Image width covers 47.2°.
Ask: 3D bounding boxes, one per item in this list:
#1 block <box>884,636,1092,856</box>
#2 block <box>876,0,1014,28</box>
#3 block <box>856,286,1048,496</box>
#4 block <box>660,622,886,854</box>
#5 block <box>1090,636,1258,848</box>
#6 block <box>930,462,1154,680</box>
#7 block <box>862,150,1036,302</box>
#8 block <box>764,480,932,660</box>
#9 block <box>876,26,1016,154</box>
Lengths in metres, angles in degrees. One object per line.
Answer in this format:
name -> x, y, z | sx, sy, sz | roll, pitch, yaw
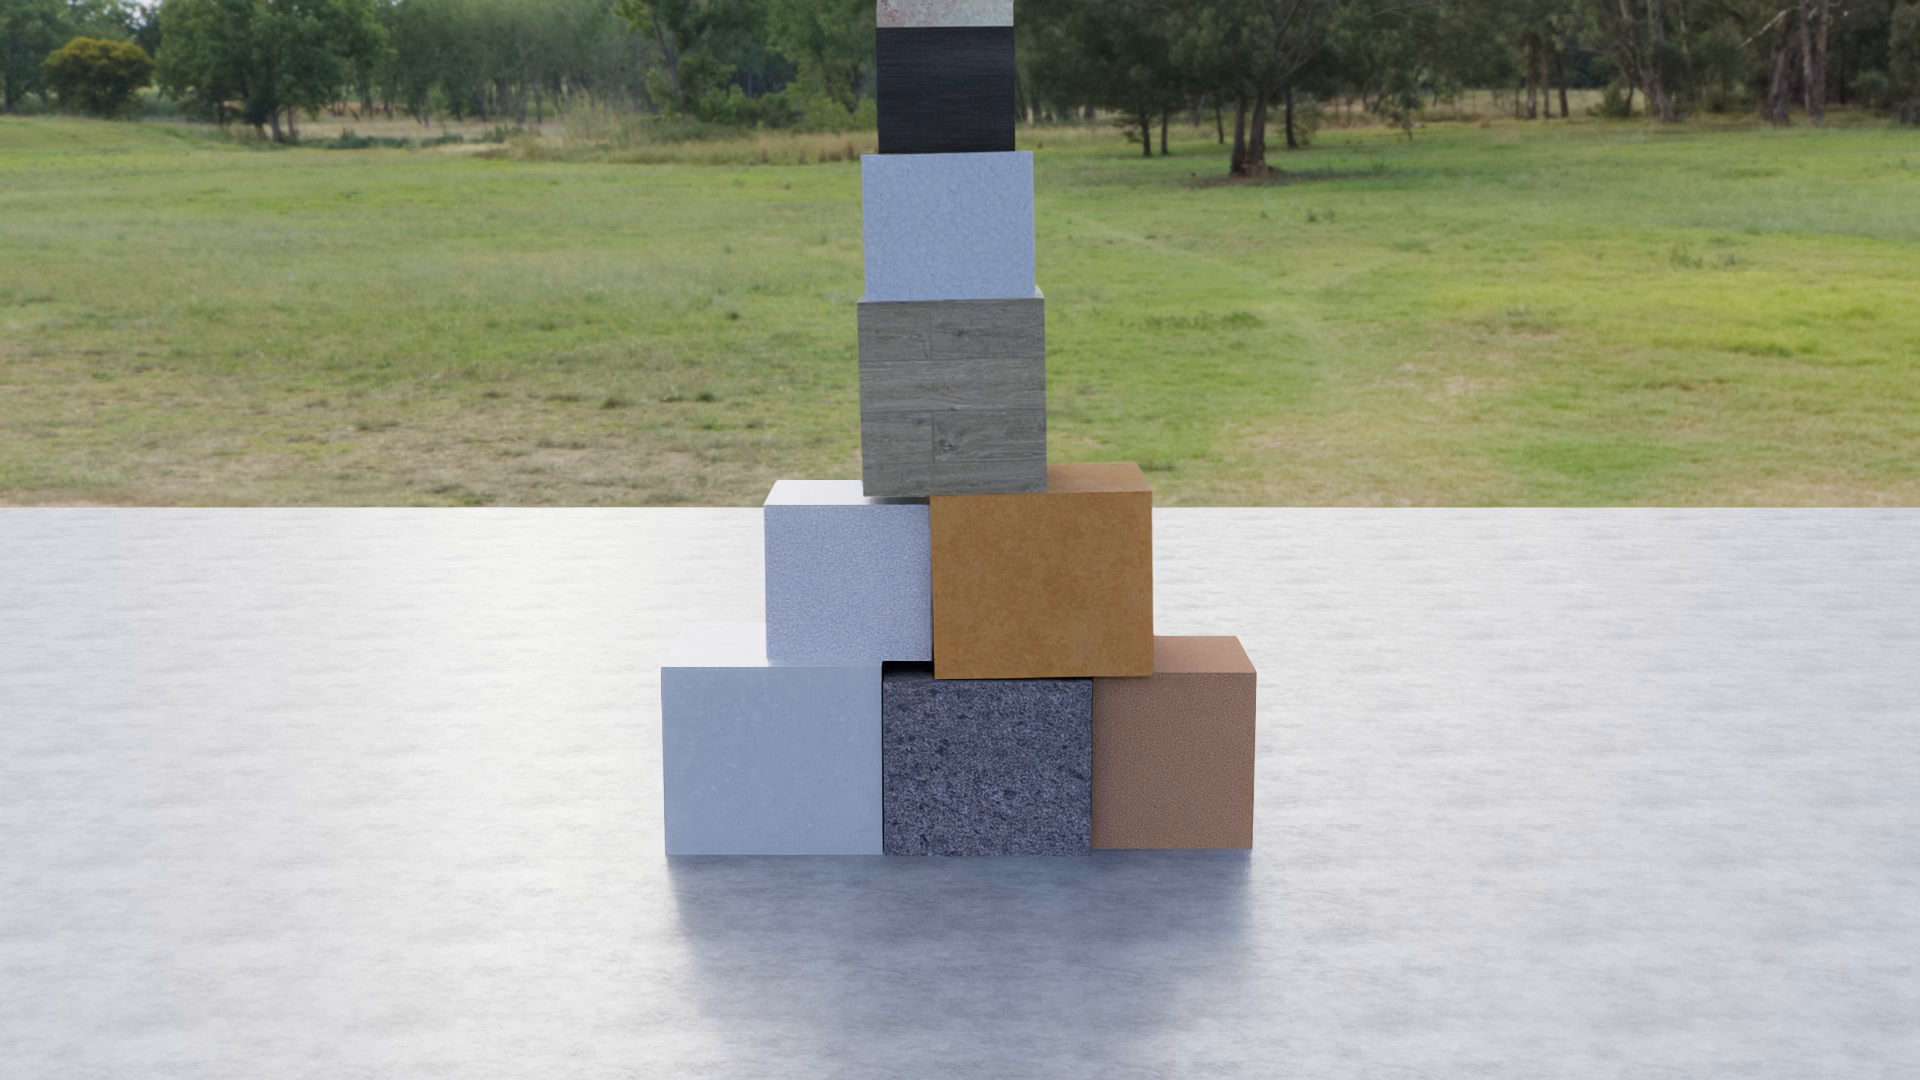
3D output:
block -> 0.136, 1.041, 11.356 | 1.023, 0.888, 1.045 | 0, 10, 0
block -> -0.075, -2.770, 10.686 | 0.647, 0.571, 0.675 | -1, 10, 0
block -> -0.033, -0.765, 11.038 | 0.897, 0.940, 0.907 | -1, 10, 0
block -> -0.927, 1.004, 11.359 | 1.083, 0.961, 1.004 | 0, 10, 0
block -> 1.063, 1.029, 11.362 | 0.812, 0.910, 0.823 | 0, 10, 0
block -> 0.403, 0.136, 11.209 | 1.075, 0.915, 1.002 | -1, 10, 0
block -> -0.054, -1.569, 10.903 | 0.816, 0.691, 0.779 | -1, 10, 0
block -> -0.552, 0.143, 11.213 | 0.816, 0.785, 0.783 | 0, 10, 0
block -> -0.067, -2.197, 10.768 | 0.656, 0.586, 0.629 | -1, 10, 0
